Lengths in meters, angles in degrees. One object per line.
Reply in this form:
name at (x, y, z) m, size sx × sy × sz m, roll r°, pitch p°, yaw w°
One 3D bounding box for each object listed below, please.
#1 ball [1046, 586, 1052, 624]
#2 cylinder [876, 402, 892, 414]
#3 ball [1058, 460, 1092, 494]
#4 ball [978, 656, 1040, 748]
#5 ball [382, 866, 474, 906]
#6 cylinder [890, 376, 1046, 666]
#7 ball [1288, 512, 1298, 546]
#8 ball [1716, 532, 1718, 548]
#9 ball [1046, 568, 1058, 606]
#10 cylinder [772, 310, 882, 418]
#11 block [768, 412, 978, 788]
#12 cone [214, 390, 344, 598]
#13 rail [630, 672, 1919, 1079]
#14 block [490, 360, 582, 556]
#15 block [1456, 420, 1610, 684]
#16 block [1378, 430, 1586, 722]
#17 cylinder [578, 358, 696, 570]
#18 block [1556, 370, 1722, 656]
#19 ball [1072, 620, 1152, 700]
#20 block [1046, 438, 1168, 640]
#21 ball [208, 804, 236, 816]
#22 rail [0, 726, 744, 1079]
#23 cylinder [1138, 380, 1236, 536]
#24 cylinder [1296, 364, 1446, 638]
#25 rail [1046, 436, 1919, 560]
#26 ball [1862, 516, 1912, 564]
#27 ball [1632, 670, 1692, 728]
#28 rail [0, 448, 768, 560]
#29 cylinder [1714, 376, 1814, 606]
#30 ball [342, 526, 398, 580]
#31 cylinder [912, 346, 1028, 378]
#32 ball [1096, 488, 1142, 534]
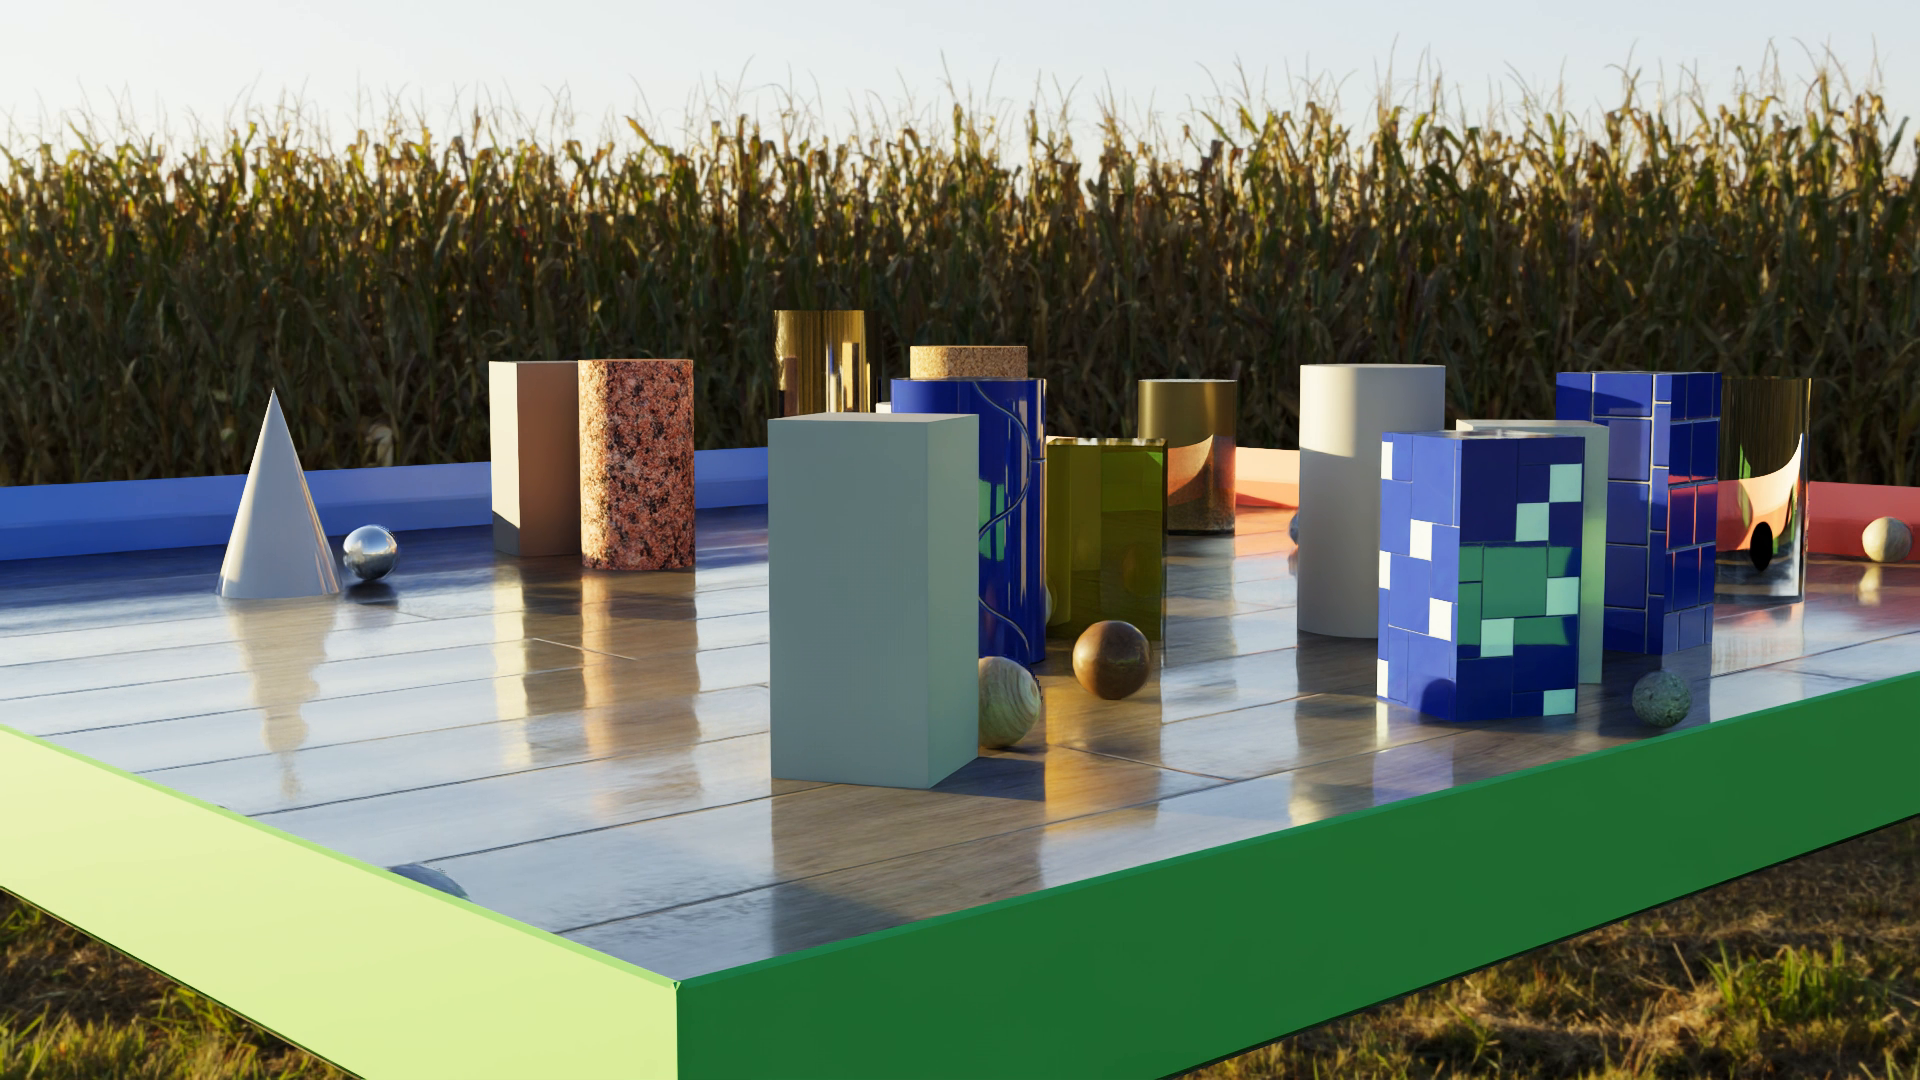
ball at (0.075, 0.088, 2.963) m, size 0.099 × 0.099 × 0.099 m, roll 0°, pitch 6°, yaw 0°
cylinder at (-0.024, -0.046, 3.239) m, size 0.199 × 0.309 × 0.199 m, roll 0°, pitch 6°, yaw 0°
ball at (0.280, -0.153, 5.350) m, size 0.084 × 0.084 × 0.084 m, roll 0°, pitch 6°, yaw 0°
ball at (0.034, 0.166, 2.244) m, size 0.094 × 0.094 × 0.094 m, roll 0°, pitch 6°, yaw 0°
ball at (-0.353, 0.254, 1.406) m, size 0.091 × 0.091 × 0.091 m, roll 0°, pitch 6°, yaw 0°
cylinder at (0.011, -0.027, 2.816) m, size 0.199 × 0.358 × 0.199 m, roll 0°, pitch 6°, yaw 0°
ball at (0.653, -0.021, 4.144) m, size 0.071 × 0.071 × 0.071 m, roll 0°, pitch 6°, yaw 0°
ball at (1.293, -0.001, 3.881) m, size 0.085 × 0.085 × 0.085 m, roll 0°, pitch 6°, yaw 0°
ball at (0.096, 0.072, 3.173) m, size 0.088 × 0.088 × 0.088 m, roll 0°, pitch 6°, yaw 0°
cylinder at (-0.239, -0.192, 3.987) m, size 0.199 × 0.445 × 0.199 m, roll 0°, pitch 6°, yaw 0°
block at (-0.081, 0.052, 2.136) m, size 0.159 × 0.343 × 0.159 m, roll 2°, pitch 6°, yaw 18°
cone at (-1.085, -0.080, 3.494) m, size 0.199 × 0.324 × 0.199 m, roll 0°, pitch 6°, yaw 0°
rail at (1.073, 0.154, 2.175) m, size 3.326 × 0.129 × 0.045 m, roll -5°, pitch 8°, yaw -42°
block at (-0.769, -0.155, 4.083) m, size 0.159 × 0.350 × 0.159 m, roll -3°, pitch 7°, yaw -29°
block at (0.698, 0.010, 2.706) m, size 0.159 × 0.308 × 0.159 m, roll 1°, pitch 6°, yaw 6°
block at (0.583, 0.035, 2.474) m, size 0.159 × 0.307 × 0.159 m, roll -2°, pitch 6°, yaw -21°
cylinder at (-0.567, -0.137, 3.868) m, size 0.199 × 0.358 × 0.199 m, roll 0°, pitch 6°, yaw 0°
block at (0.904, -0.042, 2.944) m, size 0.159 × 0.362 × 0.159 m, roll 5°, pitch 8°, yaw 41°
ball at (0.175, 0.137, 2.529) m, size 0.092 × 0.092 × 0.092 m, roll 0°, pitch 6°, yaw 0°
block at (0.204, -0.004, 3.051) m, size 0.159 × 0.265 × 0.159 m, roll 1°, pitch 6°, yaw 8°
ball at (-0.565, 0.236, 1.633) m, size 0.081 × 0.081 × 0.081 m, roll 0°, pitch 6°, yaw 0°
rail at (-1.205, 0.149, 2.226) m, size 0.045 × 0.129 × 3.213 m, roll -5°, pitch 8°, yaw -42°
cylinder at (0.459, -0.170, 4.447) m, size 0.199 × 0.304 × 0.199 m, roll 0°, pitch 6°, yaw 0°
cylinder at (0.575, -0.060, 3.082) m, size 0.199 × 0.368 × 0.199 m, roll 0°, pitch 6°, yaw 0°
rail at (1.205, -0.082, 4.438) m, size 0.045 × 0.129 × 3.213 m, roll -5°, pitch 8°, yaw -42°
ball at (1.639, 0.000, 3.886) m, size 0.082 × 0.082 × 0.082 m, roll 0°, pitch 6°, yaw 0°
ball at (0.753, 0.170, 2.358) m, size 0.062 × 0.062 × 0.062 m, roll 0°, pitch 6°, yaw 0°
rail at (-1.073, -0.087, 4.489) m, size 3.326 × 0.129 × 0.045 m, roll -5°, pitch 8°, yaw -42°
cylinder at (1.213, -0.081, 3.415) m, size 0.199 × 0.342 × 0.199 m, roll 0°, pitch 6°, yaw 0°
ball at (-0.977, 0.022, 3.642) m, size 0.090 × 0.090 × 0.090 m, roll 0°, pitch 6°, yaw 0°
cylinder at (0.016, -0.138, 3.754) m, size 0.199 × 0.384 × 0.199 m, roll 0°, pitch 6°, yaw 0°
ball at (0.320, -0.059, 4.417) m, size 0.091 × 0.091 × 0.091 m, roll 0°, pitch 6°, yaw 0°
